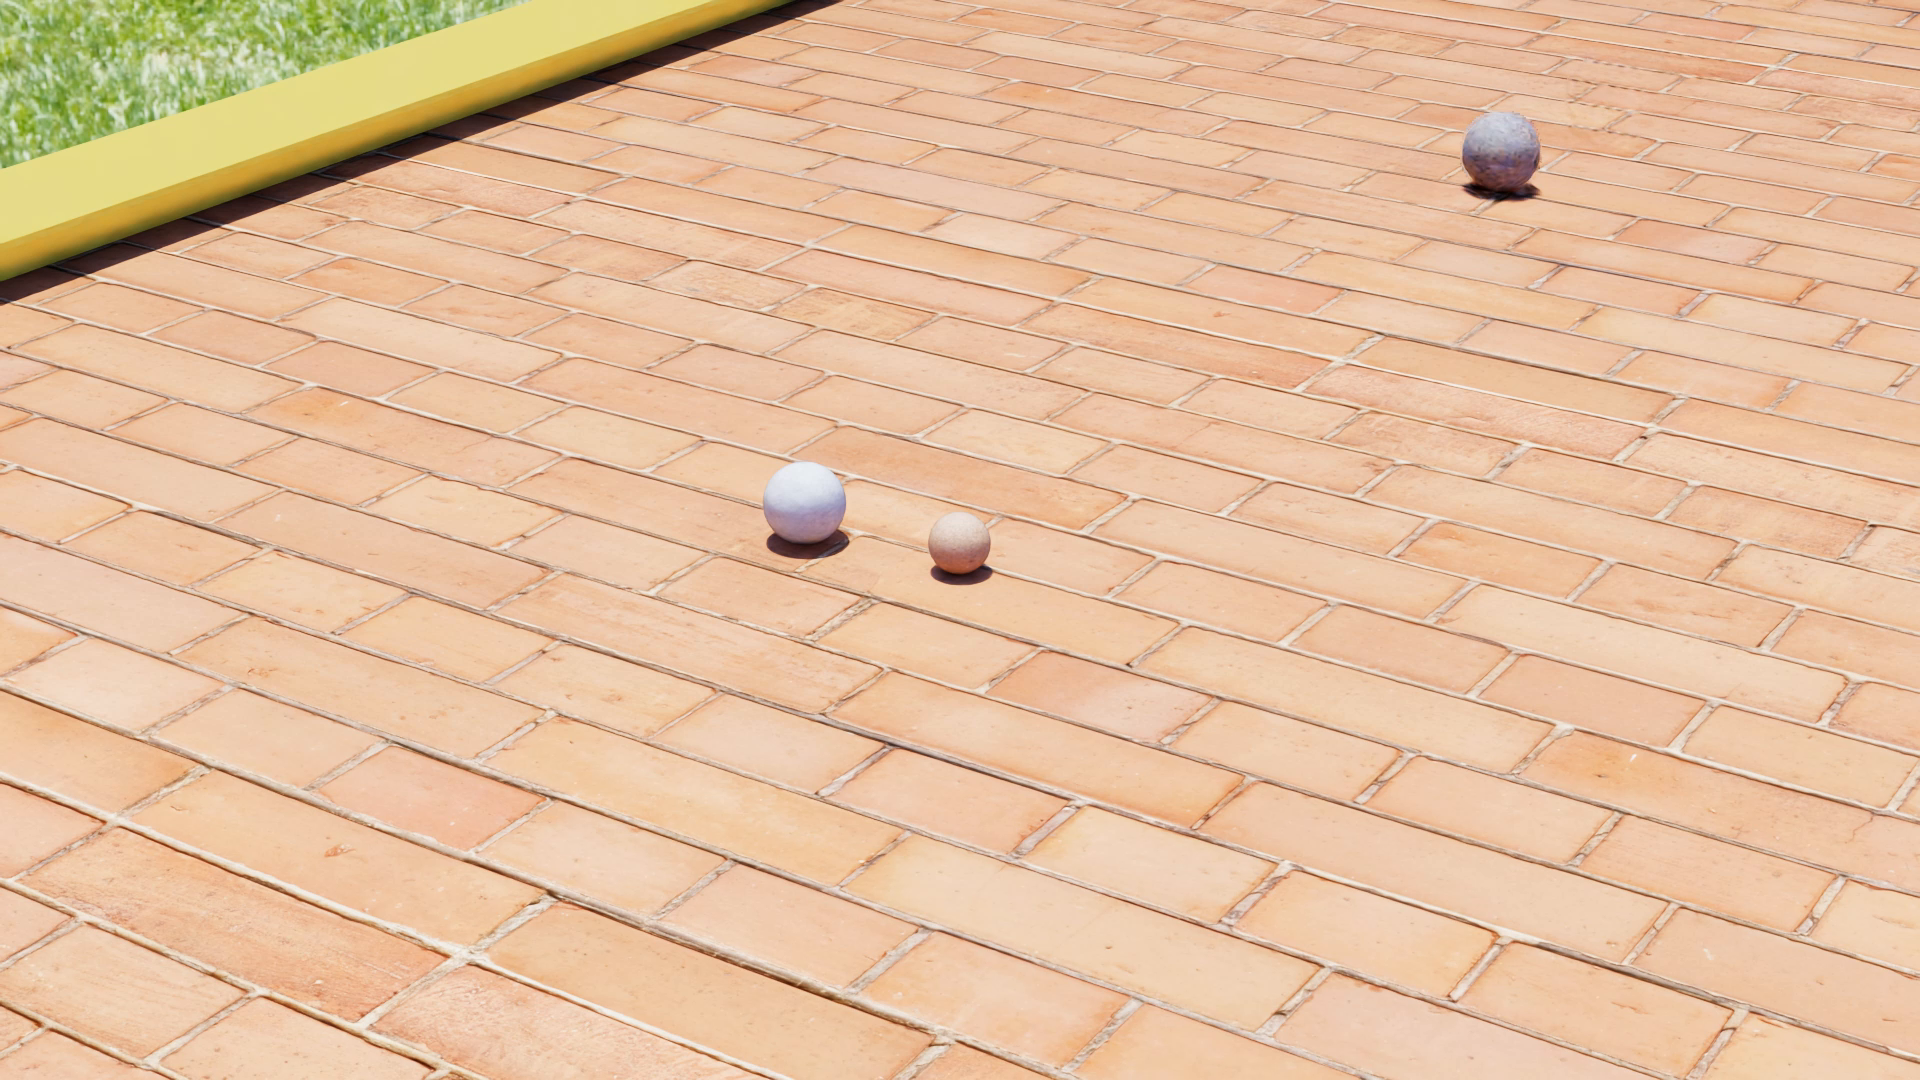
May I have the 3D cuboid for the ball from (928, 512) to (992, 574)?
[{"bbox_3d":[0.000,0.002,1.898,0.041,0.041,0.041,0,24,0],"label":"ball"}]

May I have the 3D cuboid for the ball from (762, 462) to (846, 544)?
[{"bbox_3d":[-0.102,-0.024,1.939,0.055,0.055,0.055,0,24,0],"label":"ball"}]

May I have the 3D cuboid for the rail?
[{"bbox_3d":[-0.347,-0.521,2.986,0.045,0.090,3.307,15,28,30],"label":"rail"}]

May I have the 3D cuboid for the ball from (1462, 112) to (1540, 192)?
[{"bbox_3d":[0.484,-0.347,2.630,0.069,0.069,0.069,0,24,0],"label":"ball"}]
